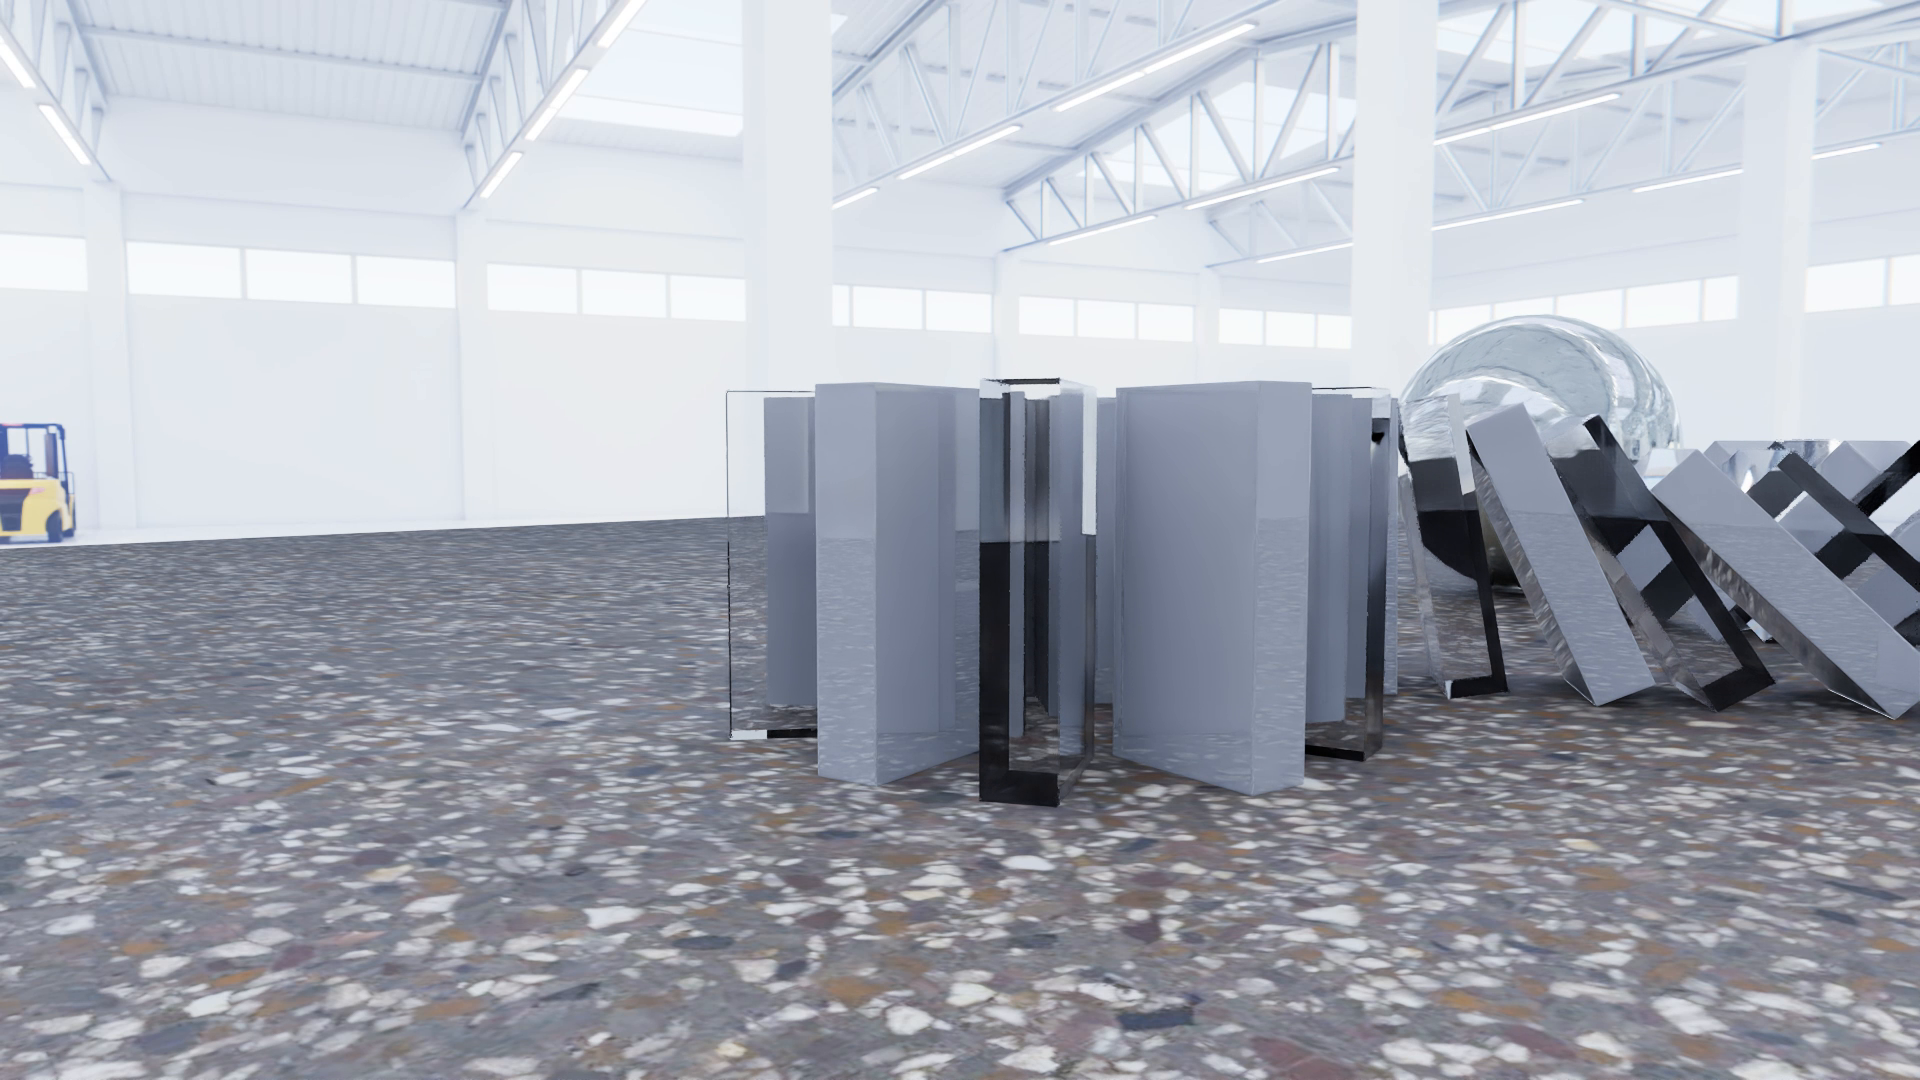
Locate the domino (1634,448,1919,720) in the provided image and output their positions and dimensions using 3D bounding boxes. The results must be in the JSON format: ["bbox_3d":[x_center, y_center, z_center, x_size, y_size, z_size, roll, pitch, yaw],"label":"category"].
[{"bbox_3d":[0.133,0.006,0.212,0.050,0.009,0.025,46,13,7],"label":"domino"}]

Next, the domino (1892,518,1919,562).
[{"bbox_3d":[0.197,0.002,0.256,0.025,0.009,0.050,-2,-40,-30],"label":"domino"}]

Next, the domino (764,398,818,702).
[{"bbox_3d":[-0.019,0.002,0.214,0.025,0.050,0.009,1,4,15],"label":"domino"}]

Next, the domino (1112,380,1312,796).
[{"bbox_3d":[0.032,0.005,0.166,0.009,0.050,0.025,-3,5,-35],"label":"domino"}]

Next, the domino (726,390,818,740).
[{"bbox_3d":[-0.021,0.003,0.189,0.025,0.050,0.009,-1,4,-8],"label":"domino"}]

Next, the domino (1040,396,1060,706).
[{"bbox_3d":[0.006,0.001,0.217,0.009,0.050,0.025,-2,5,-29],"label":"domino"}]

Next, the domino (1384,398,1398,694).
[{"bbox_3d":[0.072,0.000,0.228,0.010,0.050,0.025,0,4,13],"label":"domino"}]

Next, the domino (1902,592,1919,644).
[{"bbox_3d":[0.210,0.009,0.238,0.025,0.009,0.050,4,-20,-35],"label":"domino"}]

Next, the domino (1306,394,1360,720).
[{"bbox_3d":[0.048,0.003,0.200,0.025,0.050,0.009,-1,5,-18],"label":"domino"}]

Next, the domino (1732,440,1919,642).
[{"bbox_3d":[0.190,0.001,0.268,0.025,0.050,0.010,-2,47,-30],"label":"domino"}]

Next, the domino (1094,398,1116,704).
[{"bbox_3d":[0.021,0.001,0.221,0.009,0.050,0.025,0,4,-3],"label":"domino"}]

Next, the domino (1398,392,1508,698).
[{"bbox_3d":[0.085,0.000,0.224,0.009,0.050,0.025,-10,2,14],"label":"domino"}]

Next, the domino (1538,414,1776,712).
[{"bbox_3d":[0.114,0.003,0.216,0.009,0.050,0.025,-32,-4,14],"label":"domino"}]

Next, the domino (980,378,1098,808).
[{"bbox_3d":[0.010,0.005,0.162,0.009,0.050,0.025,1,4,16],"label":"domino"}]

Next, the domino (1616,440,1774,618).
[{"bbox_3d":[0.170,-0.002,0.301,0.025,0.050,0.009,-2,47,-30],"label":"domino"}]

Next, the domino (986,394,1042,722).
[{"bbox_3d":[0.000,0.003,0.200,0.025,0.050,0.010,0,4,5],"label":"domino"}]

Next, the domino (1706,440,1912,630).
[{"bbox_3d":[0.183,0.000,0.279,0.025,0.050,0.010,-2,47,-30],"label":"domino"}]

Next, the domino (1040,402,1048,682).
[{"bbox_3d":[0.008,0.000,0.239,0.009,0.050,0.025,-1,4,-11],"label":"domino"}]

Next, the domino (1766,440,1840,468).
[{"bbox_3d":[0.176,-0.001,0.290,0.025,0.050,0.009,-2,47,-30],"label":"domino"}]

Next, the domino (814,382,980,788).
[{"bbox_3d":[-0.007,0.005,0.170,0.009,0.050,0.025,3,5,34],"label":"domino"}]

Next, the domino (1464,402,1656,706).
[{"bbox_3d":[0.100,0.001,0.220,0.010,0.050,0.025,-25,-2,15],"label":"domino"}]

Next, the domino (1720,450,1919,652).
[{"bbox_3d":[0.147,0.006,0.210,0.050,0.009,0.025,45,13,7],"label":"domino"}]

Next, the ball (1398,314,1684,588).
[{"bbox_3d":[0.166,-0.026,0.375,0.080,0.080,0.080,0,4,0],"label":"ball"}]

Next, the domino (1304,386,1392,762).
[{"bbox_3d":[0.046,0.004,0.181,0.025,0.050,0.009,3,5,33],"label":"domino"}]
